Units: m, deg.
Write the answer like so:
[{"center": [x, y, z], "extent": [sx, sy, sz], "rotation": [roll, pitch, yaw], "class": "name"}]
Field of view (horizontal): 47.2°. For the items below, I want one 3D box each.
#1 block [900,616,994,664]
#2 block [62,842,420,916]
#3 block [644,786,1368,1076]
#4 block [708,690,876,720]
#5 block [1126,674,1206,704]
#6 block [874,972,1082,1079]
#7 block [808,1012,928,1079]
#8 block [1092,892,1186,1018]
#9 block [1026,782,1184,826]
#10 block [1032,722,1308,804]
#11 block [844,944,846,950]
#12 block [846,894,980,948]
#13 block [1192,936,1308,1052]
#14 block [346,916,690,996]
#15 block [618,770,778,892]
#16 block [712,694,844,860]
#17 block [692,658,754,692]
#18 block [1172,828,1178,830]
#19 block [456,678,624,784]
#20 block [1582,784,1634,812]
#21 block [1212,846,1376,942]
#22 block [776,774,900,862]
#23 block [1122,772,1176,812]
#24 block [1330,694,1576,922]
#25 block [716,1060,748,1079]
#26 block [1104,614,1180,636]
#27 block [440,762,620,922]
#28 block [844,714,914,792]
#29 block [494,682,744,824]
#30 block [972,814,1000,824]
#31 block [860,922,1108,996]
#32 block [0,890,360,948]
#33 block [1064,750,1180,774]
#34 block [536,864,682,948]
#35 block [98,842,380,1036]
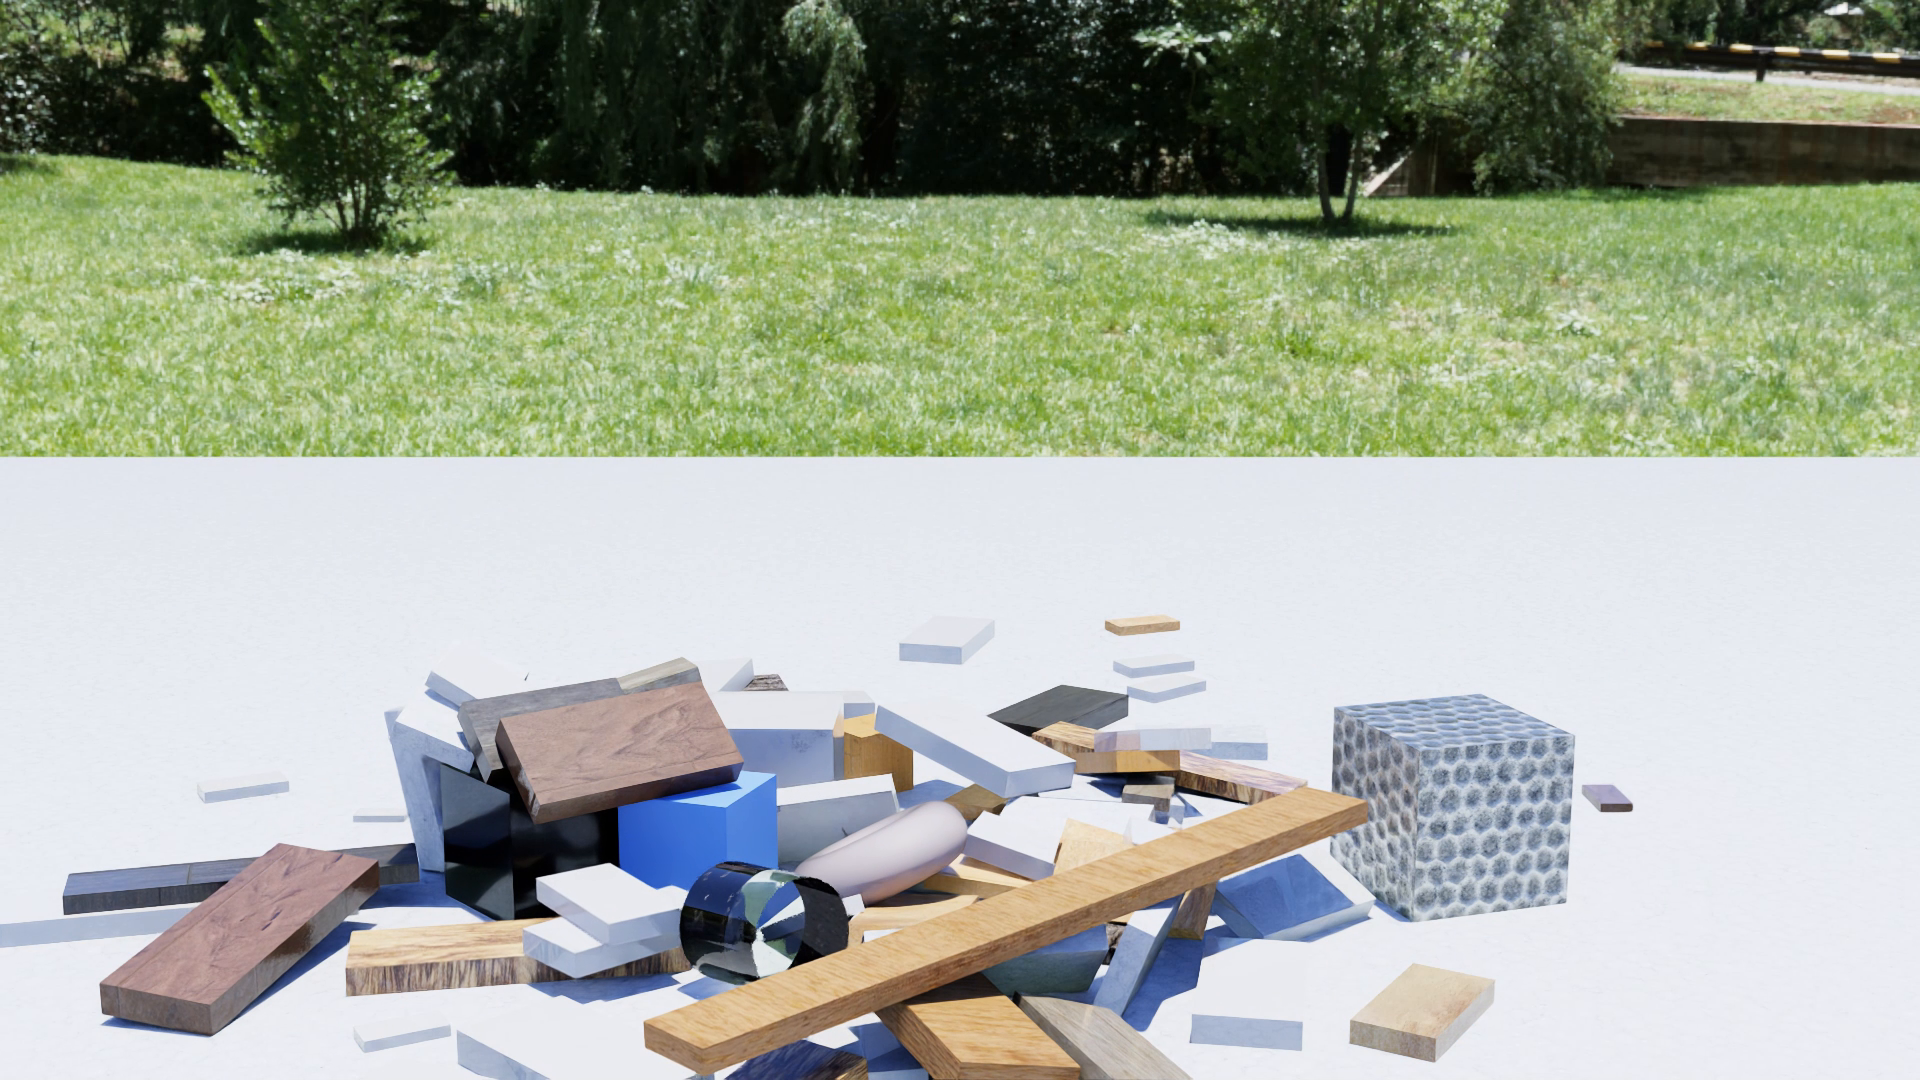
[{"center": [-0.029, 0.245, 5.407], "extent": [0.156, 0.044, 0.312], "rotation": [3, 11, 15], "class": "block"}, {"center": [-1.164, 0.550, 3.582], "extent": [0.545, 0.032, 0.113], "rotation": [-3, 11, -17], "class": "block"}, {"center": [0.127, 0.521, 3.102], "extent": [1.294, 0.035, 0.125], "rotation": [-12, 14, -41], "class": "block"}, {"center": [-0.354, 0.345, 4.566], "extent": [0.337, 0.039, 0.138], "rotation": [1, 6, -12], "class": "block"}, {"center": [0.467, 0.335, 4.973], "extent": [0.172, 0.024, 0.086], "rotation": [-9, 14, -41], "class": "block"}, {"center": [0.001, 0.639, 2.896], "extent": [0.172, 0.049, 0.345], "rotation": [10, 9, -27], "class": "block"}, {"center": [-0.133, 0.691, 3.016], "extent": [0.137, 0.039, 0.274], "rotation": [-2, 11, -10], "class": "block"}, {"center": [0.272, 0.588, 3.245], "extent": [0.043, 0.153, 0.306], "rotation": [24, 16, 11], "class": "block"}, {"center": [0.265, 0.482, 4.054], "extent": [0.269, 0.038, 0.133], "rotation": [5, 8, -10], "class": "block"}, {"center": [0.403, 0.438, 4.299], "extent": [0.548, 0.032, 0.113], "rotation": [11, 15, 31], "class": "block"}, {"center": [-0.075, 0.631, 3.297], "extent": [0.184, 0.026, 0.092], "rotation": [0, 9, -15], "class": "block"}, {"center": [-0.068, 0.589, 3.376], "extent": [0.155, 0.044, 0.311], "rotation": [-1, -1, 8], "class": "block"}, {"center": [0.424, 0.655, 3.198], "extent": [0.153, 0.043, 0.306], "rotation": [2, 11, 10], "class": "block"}, {"center": [-0.670, 0.627, 3.352], "extent": [0.504, 0.044, 0.155], "rotation": [-2, 11, -11], "class": "block"}, {"center": [-0.431, 0.498, 3.635], "extent": [0.194, 0.194, 0.194], "rotation": [4, 11, 19], "class": "block"}, {"center": [-0.335, 0.420, 3.932], "extent": [0.237, 0.237, 0.237], "rotation": [0, 11, 1], "class": "block"}, {"center": [-0.582, 0.333, 4.829], "extent": [0.169, 0.048, 0.338], "rotation": [-4, 12, 12], "class": "block"}, {"center": [0.385, 0.546, 3.834], "extent": [0.092, 0.026, 0.184], "rotation": [-5, 12, -25], "class": "block"}, {"center": [-0.668, 0.311, 3.608], "extent": [0.276, 0.039, 0.138], "rotation": [-8, 53, -35], "class": "block"}, {"center": [1.225, 0.489, 4.165], "extent": [0.061, 0.017, 0.121], "rotation": [0, 11, -1], "class": "block"}, {"center": [0.527, 0.573, 3.513], "extent": [0.265, 0.037, 0.132], "rotation": [-9, 39, -39], "class": "block"}, {"center": [-0.242, 0.481, 3.767], "extent": [0.276, 0.138, 0.039], "rotation": [-8, 39, 4], "class": "block"}, {"center": [0.347, 0.462, 4.035], "extent": [0.086, 0.024, 0.173], "rotation": [7, 8, 8], "class": "block"}, {"center": [0.819, 0.441, 3.686], "extent": [0.286, 0.286, 0.286], "rotation": [-3, 11, -18], "class": "block"}, {"center": [-0.286, 0.702, 2.946], "extent": [0.061, 0.017, 0.122], "rotation": [1, 23, 8], "class": "block"}, {"center": [0.465, 0.217, 5.609], "extent": [0.172, 0.024, 0.086], "rotation": [-4, 11, -23], "class": "block"}, {"center": [-0.697, 0.481, 3.634], "extent": [0.226, 0.226, 0.226], "rotation": [-9, 14, -40], "class": "block"}, {"center": [-0.178, 0.419, 4.249], "extent": [0.125, 0.125, 0.125], "rotation": [-9, 14, -39], "class": "block"}, {"center": [-0.549, 0.340, 3.556], "extent": [0.356, 0.050, 0.178], "rotation": [-9, 50, -33], "class": "block"}, {"center": [0.133, 0.514, 4.021], "extent": [0.212, 0.020, 0.071], "rotation": [-5, 12, -27], "class": "block"}, {"center": [0.027, 0.607, 3.166], "extent": [0.345, 0.049, 0.172], "rotation": [-2, -30, -9], "class": "block"}, {"center": [-1.637, 0.611, 3.451], "extent": [1.338, 0.039, 0.138], "rotation": [-3, 11, -16], "class": "block"}, {"center": [0.289, 0.419, 4.148], "extent": [0.133, 0.038, 0.266], "rotation": [1, -7, -25], "class": "block"}, {"center": [-0.531, 0.550, 3.329], "extent": [0.125, 0.035, 0.249], "rotation": [-7, 12, -34], "class": "block"}, {"center": [-1.074, 0.592, 3.317], "extent": [0.178, 0.050, 0.466], "rotation": [7, 19, 14], "class": "block"}]
